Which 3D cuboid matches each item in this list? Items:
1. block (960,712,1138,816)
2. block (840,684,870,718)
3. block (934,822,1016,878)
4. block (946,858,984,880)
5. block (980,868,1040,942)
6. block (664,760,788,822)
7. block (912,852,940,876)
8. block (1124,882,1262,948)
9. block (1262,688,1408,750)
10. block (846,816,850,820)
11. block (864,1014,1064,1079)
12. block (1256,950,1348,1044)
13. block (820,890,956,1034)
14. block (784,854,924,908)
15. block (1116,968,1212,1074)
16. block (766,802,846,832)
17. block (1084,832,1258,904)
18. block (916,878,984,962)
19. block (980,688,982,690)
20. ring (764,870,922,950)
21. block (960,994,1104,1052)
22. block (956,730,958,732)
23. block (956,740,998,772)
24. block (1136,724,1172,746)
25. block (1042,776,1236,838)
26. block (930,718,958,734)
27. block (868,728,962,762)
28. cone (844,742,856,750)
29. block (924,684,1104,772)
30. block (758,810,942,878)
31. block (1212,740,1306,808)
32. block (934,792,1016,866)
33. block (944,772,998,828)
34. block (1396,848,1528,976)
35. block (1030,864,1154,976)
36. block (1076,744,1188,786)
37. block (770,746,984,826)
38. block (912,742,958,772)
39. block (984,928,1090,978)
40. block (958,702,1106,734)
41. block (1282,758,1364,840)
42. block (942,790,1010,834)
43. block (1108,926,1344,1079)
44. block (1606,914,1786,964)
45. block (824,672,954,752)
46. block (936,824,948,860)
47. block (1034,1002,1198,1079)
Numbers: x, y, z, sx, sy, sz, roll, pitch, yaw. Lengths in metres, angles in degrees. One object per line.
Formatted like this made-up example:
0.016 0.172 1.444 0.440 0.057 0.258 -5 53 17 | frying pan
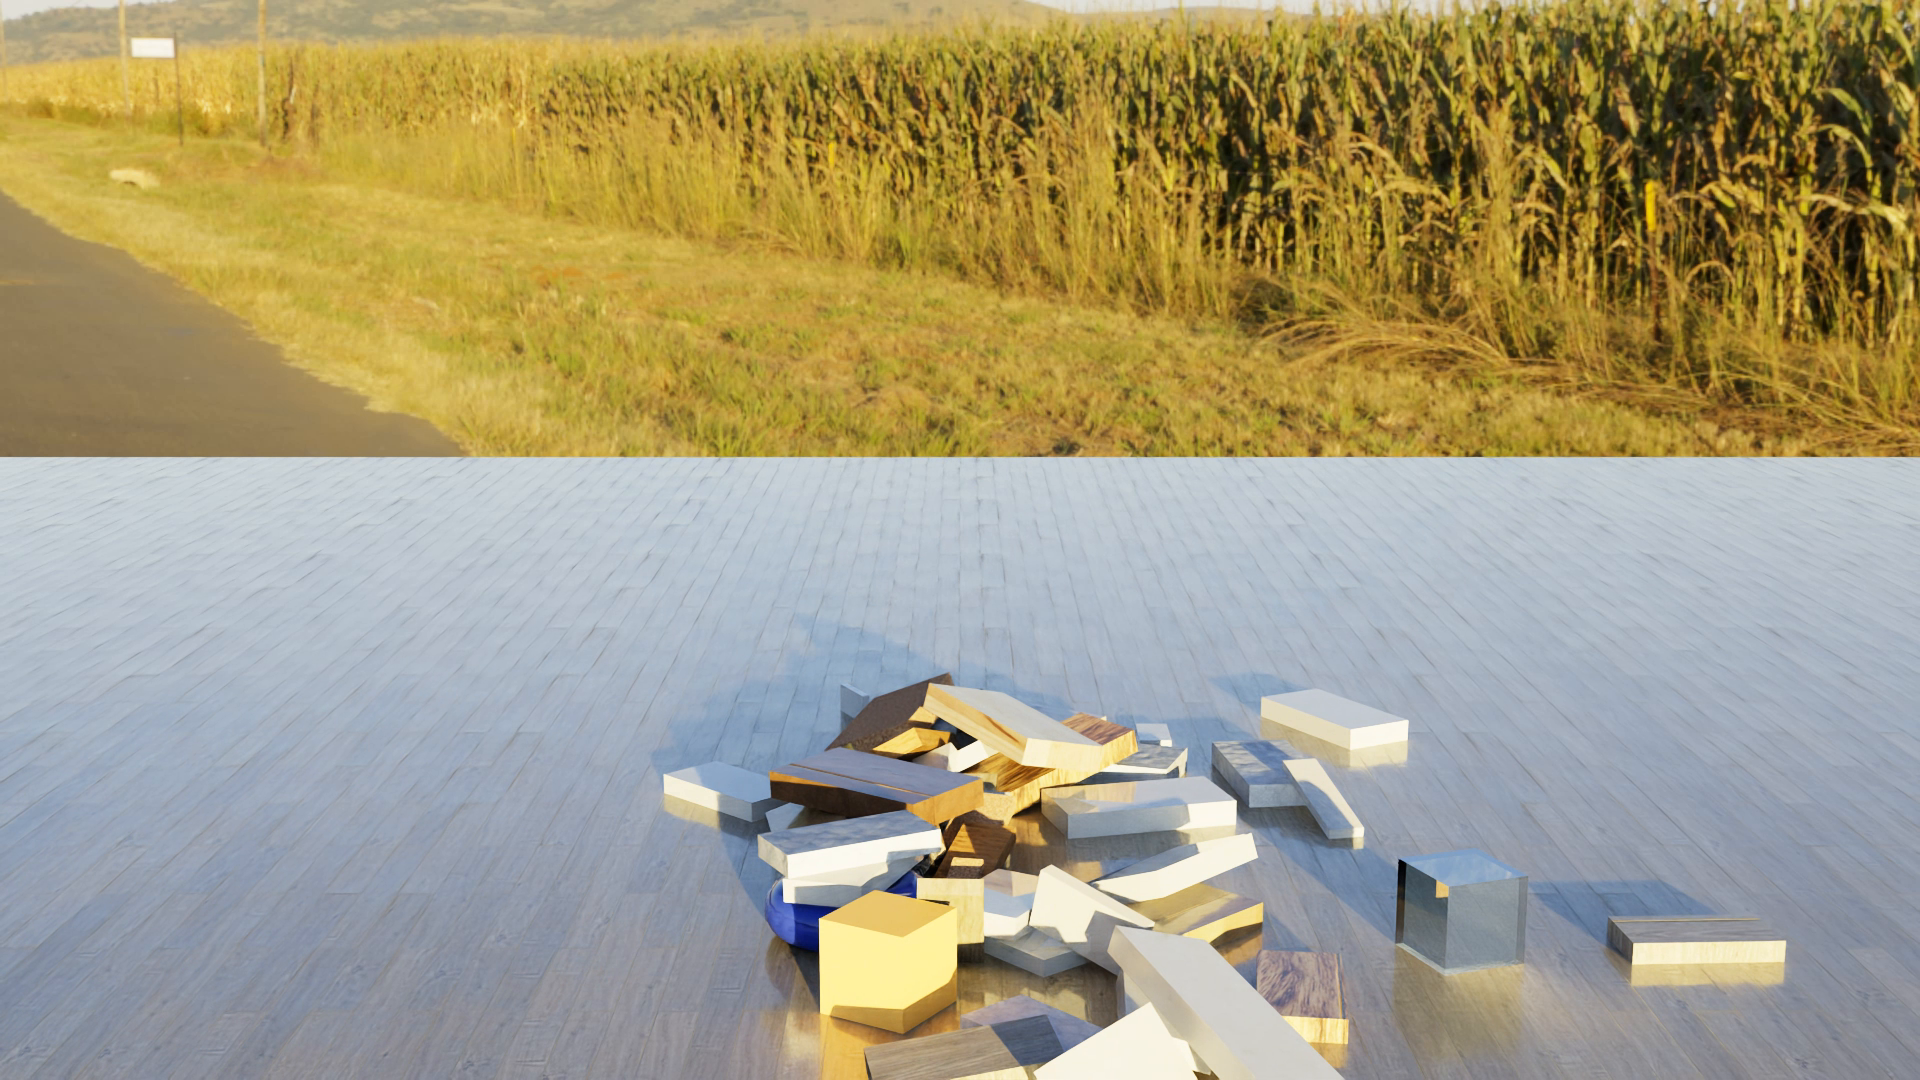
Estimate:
0.165 0.428 4.216 0.323 0.046 0.162 -23 21 -32 | block
-0.229 0.354 4.778 0.017 0.059 0.119 -5 12 -26 | block
0.025 0.542 3.732 0.093 0.026 0.185 3 25 17 | block
0.003 0.567 3.634 0.052 0.015 0.104 2 35 15 | block
0.072 0.576 3.482 0.130 0.037 0.259 8 7 21 | block
-0.430 0.476 4.180 0.260 0.037 0.130 10 15 44 | block
-0.073 0.535 3.635 0.052 0.015 0.104 -15 17 27 | block
0.324 0.608 3.456 0.300 0.042 0.150 -10 15 -44 | block
0.795 0.379 4.685 0.152 0.043 0.303 -6 12 -29 | block
-0.155 0.505 3.896 0.130 0.037 0.260 -24 14 -5 | block
0.007 0.694 2.908 0.252 0.036 0.126 -8 16 -8 | block
0.494 0.660 3.193 0.126 0.036 0.252 1 11 7 | block
-0.103 0.608 3.182 0.143 0.143 0.143 6 12 31 | block
-0.165 0.518 3.466 0.130 0.037 0.259 2 10 20 | block
0.285 0.663 3.064 0.126 0.036 0.252 16 9 0 | block
-0.256 0.520 3.832 0.130 0.037 0.354 -21 13 -6 | block
0.348 0.545 3.621 0.150 0.042 0.300 -17 -5 37 | block
-0.013 0.572 3.300 0.098 0.195 0.028 1 50 1 | block
0.055 0.345 4.702 0.065 0.018 0.130 -7 13 -33 | block
-0.174 0.579 3.484 0.273 0.091 0.273 0 9 0 | ring
0.123 0.691 3.033 0.118 0.033 0.236 -9 14 -41 | block
-0.070 0.395 4.672 0.119 0.017 0.059 10 14 42 | block
0.031 0.414 4.260 0.128 0.036 0.272 -28 -6 16 | block
0.403 0.409 4.591 0.065 0.018 0.131 0 11 1 | block
0.329 0.493 4.066 0.323 0.046 0.162 -3 11 -15 | block
-0.076 0.405 4.450 0.128 0.036 0.256 -19 9 7 | block
-0.095 0.408 4.189 0.128 0.036 0.256 -29 -14 12 | block
-0.182 0.474 4.126 0.137 0.137 0.137 30 18 11 | cone
0.099 0.355 4.181 0.177 0.050 0.355 10 8 -34 | block
-0.175 0.479 3.477 0.259 0.037 0.130 -6 10 -25 | block
0.601 0.453 4.290 0.152 0.043 0.303 -1 11 -7 | block
0.027 0.510 3.862 0.093 0.026 0.185 4 31 18 | block
0.021 0.485 4.027 0.086 0.024 0.171 -2 27 7 | block
0.771 0.571 3.388 0.140 0.140 0.140 -4 11 -20 | block
0.198 0.580 3.326 0.195 0.098 0.028 25 26 33 | block
0.272 0.440 4.353 0.323 0.046 0.162 4 11 19 | block
-0.150 0.439 3.894 0.355 0.050 0.177 7 15 42 | block
-0.053 0.452 4.065 0.085 0.024 0.171 -26 28 21 | block
0.099 0.625 3.406 0.098 0.028 0.195 -9 14 -40 | block
0.139 0.387 4.646 0.303 0.043 0.152 7 13 35 | block
0.670 0.477 4.074 0.065 0.018 0.265 -3 23 -10 | block
0.027 0.505 3.932 0.086 0.024 0.171 3 28 17 | block
0.368 0.658 2.988 0.150 0.042 0.523 13 10 -21 | block
1.142 0.620 3.417 0.236 0.033 0.118 0 11 -2 | block
-0.134 0.368 4.467 0.177 0.050 0.411 -20 6 14 | block
-0.078 0.525 3.830 0.093 0.026 0.185 -26 14 -1 | block
0.203 0.689 2.827 0.033 0.118 0.236 -41 -16 34 | block
